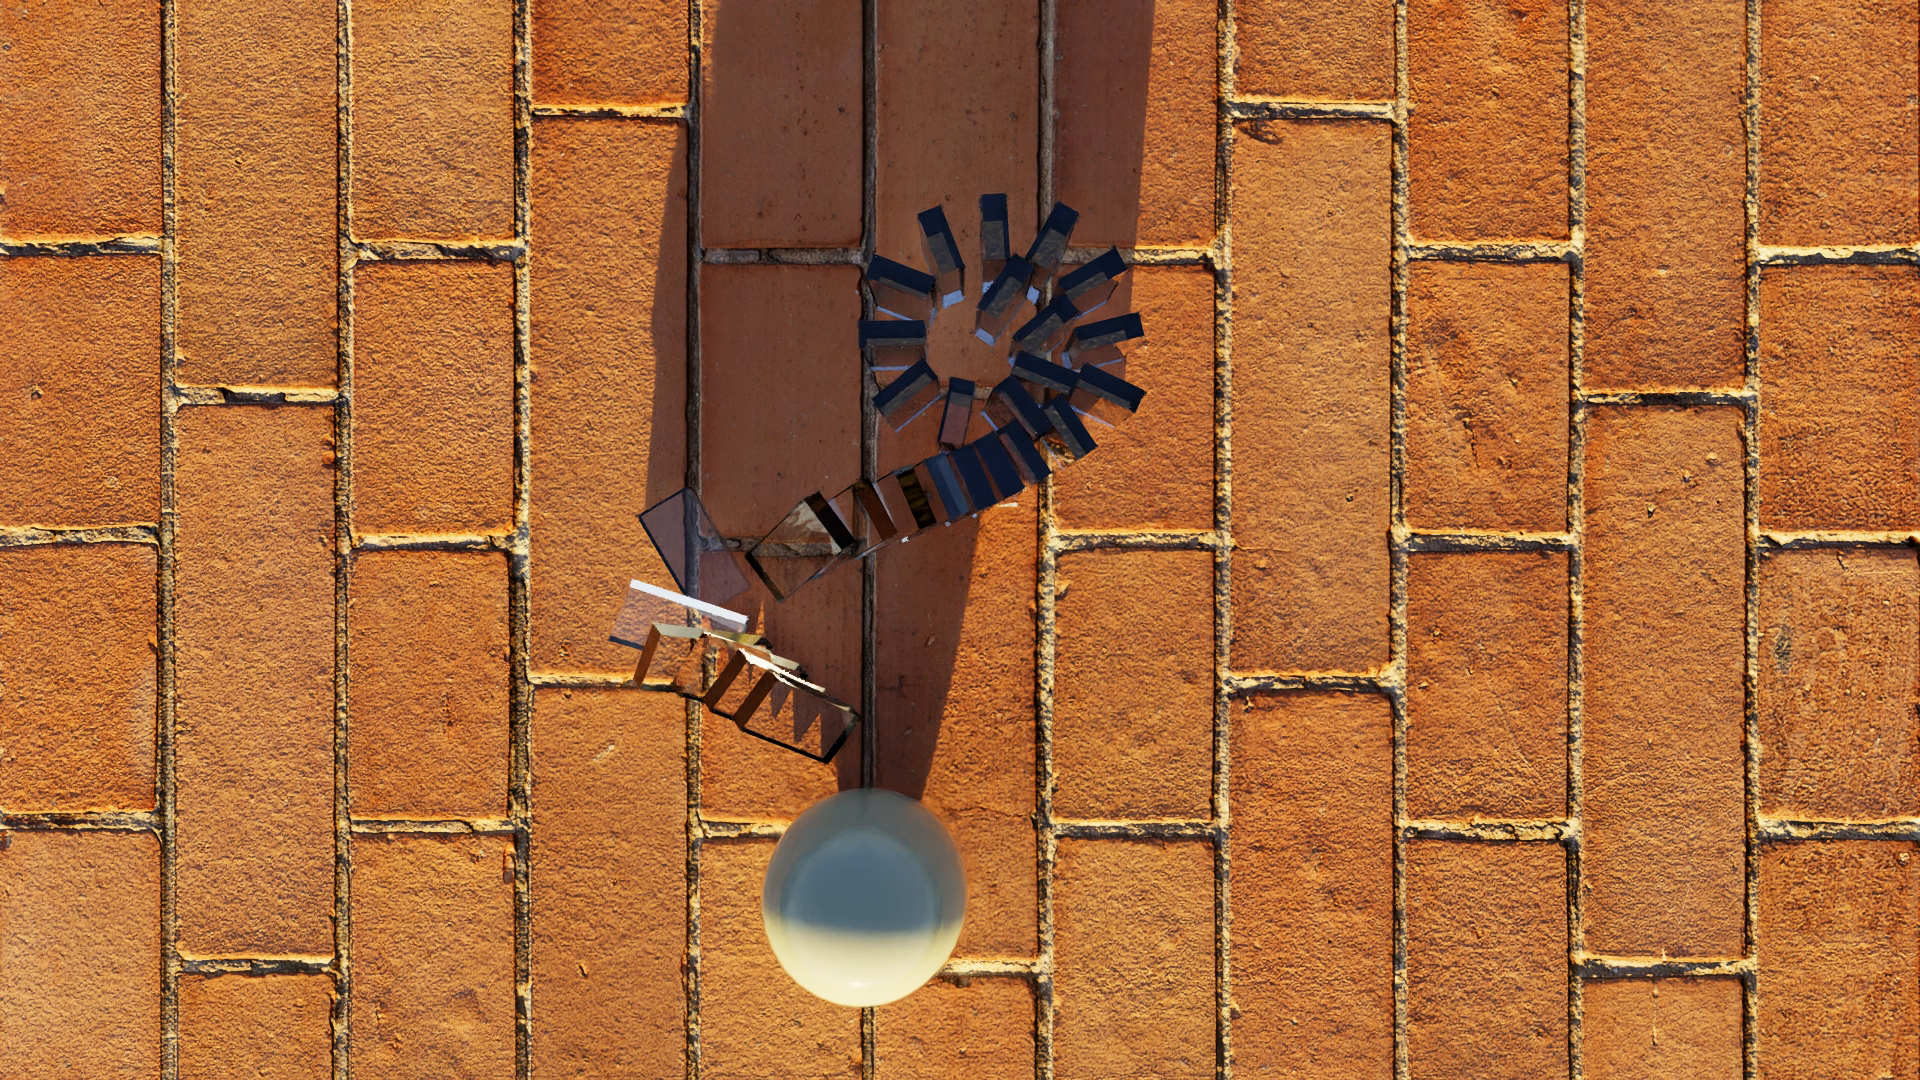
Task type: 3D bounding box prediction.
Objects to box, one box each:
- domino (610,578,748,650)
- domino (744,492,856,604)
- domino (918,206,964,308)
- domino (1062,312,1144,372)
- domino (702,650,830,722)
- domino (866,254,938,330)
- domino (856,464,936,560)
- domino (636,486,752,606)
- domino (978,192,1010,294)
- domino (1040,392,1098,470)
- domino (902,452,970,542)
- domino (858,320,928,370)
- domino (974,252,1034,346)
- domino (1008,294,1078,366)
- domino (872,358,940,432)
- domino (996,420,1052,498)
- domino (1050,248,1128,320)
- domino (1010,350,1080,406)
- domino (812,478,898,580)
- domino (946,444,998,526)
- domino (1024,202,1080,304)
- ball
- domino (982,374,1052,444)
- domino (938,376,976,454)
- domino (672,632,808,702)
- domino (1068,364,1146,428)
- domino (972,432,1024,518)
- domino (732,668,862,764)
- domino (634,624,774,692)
[{"bbox_3d":[-0.118,0.037,0.385,0.050,0.009,0.025,21,101,-20],"label":"domino"},{"bbox_3d":[-0.067,0.004,0.381,0.050,0.009,0.025,-37,90,39],"label":"domino"},{"bbox_3d":[-0.007,-0.115,0.375,0.010,0.050,0.025,-22,90,0],"label":"domino"},{"bbox_3d":[0.057,-0.080,0.375,0.025,0.050,0.009,-14,90,0],"label":"domino"},{"bbox_3d":[-0.078,0.066,0.379,0.025,0.010,0.050,-54,133,0],"label":"domino"},{"bbox_3d":[-0.023,-0.101,0.375,0.025,0.050,0.009,21,90,0],"label":"domino"},{"bbox_3d":[-0.032,-0.011,0.378,0.010,0.050,0.025,-24,90,-39],"label":"domino"},{"bbox_3d":[-0.114,0.005,0.395,0.025,0.010,0.050,-31,90,0],"label":"domino"},{"bbox_3d":[0.014,-0.120,0.375,0.010,0.050,0.025,-4,90,0],"label":"domino"},{"bbox_3d":[0.042,-0.043,0.375,0.010,0.050,0.025,-34,90,0],"label":"domino"},{"bbox_3d":[-0.015,-0.017,0.376,0.009,0.050,0.025,-24,90,-27],"label":"domino"},{"bbox_3d":[-0.026,-0.079,0.375,0.025,0.050,0.010,-1,90,0],"label":"domino"},{"bbox_3d":[0.018,-0.097,0.375,0.009,0.050,0.025,36,90,0],"label":"domino"},{"bbox_3d":[0.033,-0.083,0.375,0.025,0.050,0.010,-40,90,0],"label":"domino"},{"bbox_3d":[-0.021,-0.058,0.375,0.025,0.050,0.010,-39,90,0],"label":"domino"},{"bbox_3d":[0.023,-0.032,0.375,0.009,0.050,0.025,-33,90,-5],"label":"domino"},{"bbox_3d":[0.051,-0.102,0.375,0.025,0.050,0.009,-29,90,0],"label":"domino"},{"bbox_3d":[0.033,-0.064,0.375,0.025,0.050,0.010,21,90,0],"label":"domino"},{"bbox_3d":[-0.050,-0.004,0.380,0.050,0.009,0.025,-28,90,43],"label":"domino"},{"bbox_3d":[-0.001,-0.022,0.375,0.010,0.050,0.025,-24,91,-15],"label":"domino"},{"bbox_3d":[0.035,-0.116,0.375,0.009,0.050,0.025,30,90,0],"label":"domino"},{"bbox_3d":[-0.037,0.139,0.360,0.080,0.080,0.080,0,90,0],"label":"ball"},{"bbox_3d":[0.022,-0.050,0.375,0.009,0.050,0.025,-38,90,-5],"label":"domino"},{"bbox_3d":[-0.002,-0.049,0.375,0.009,0.050,0.025,12,89,0],"label":"domino"},{"bbox_3d":[-0.090,0.057,0.379,0.050,0.010,0.025,29,95,-43],"label":"domino"},{"bbox_3d":[0.058,-0.058,0.375,0.025,0.050,0.010,25,90,0],"label":"domino"},{"bbox_3d":[0.009,-0.026,0.375,0.010,0.050,0.025,-29,90,-15],"label":"domino"},{"bbox_3d":[-0.067,0.074,0.379,0.025,0.009,0.050,-54,133,0],"label":"domino"},{"bbox_3d":[-0.105,0.050,0.376,0.050,0.010,0.025,13,106,-41],"label":"domino"}]
